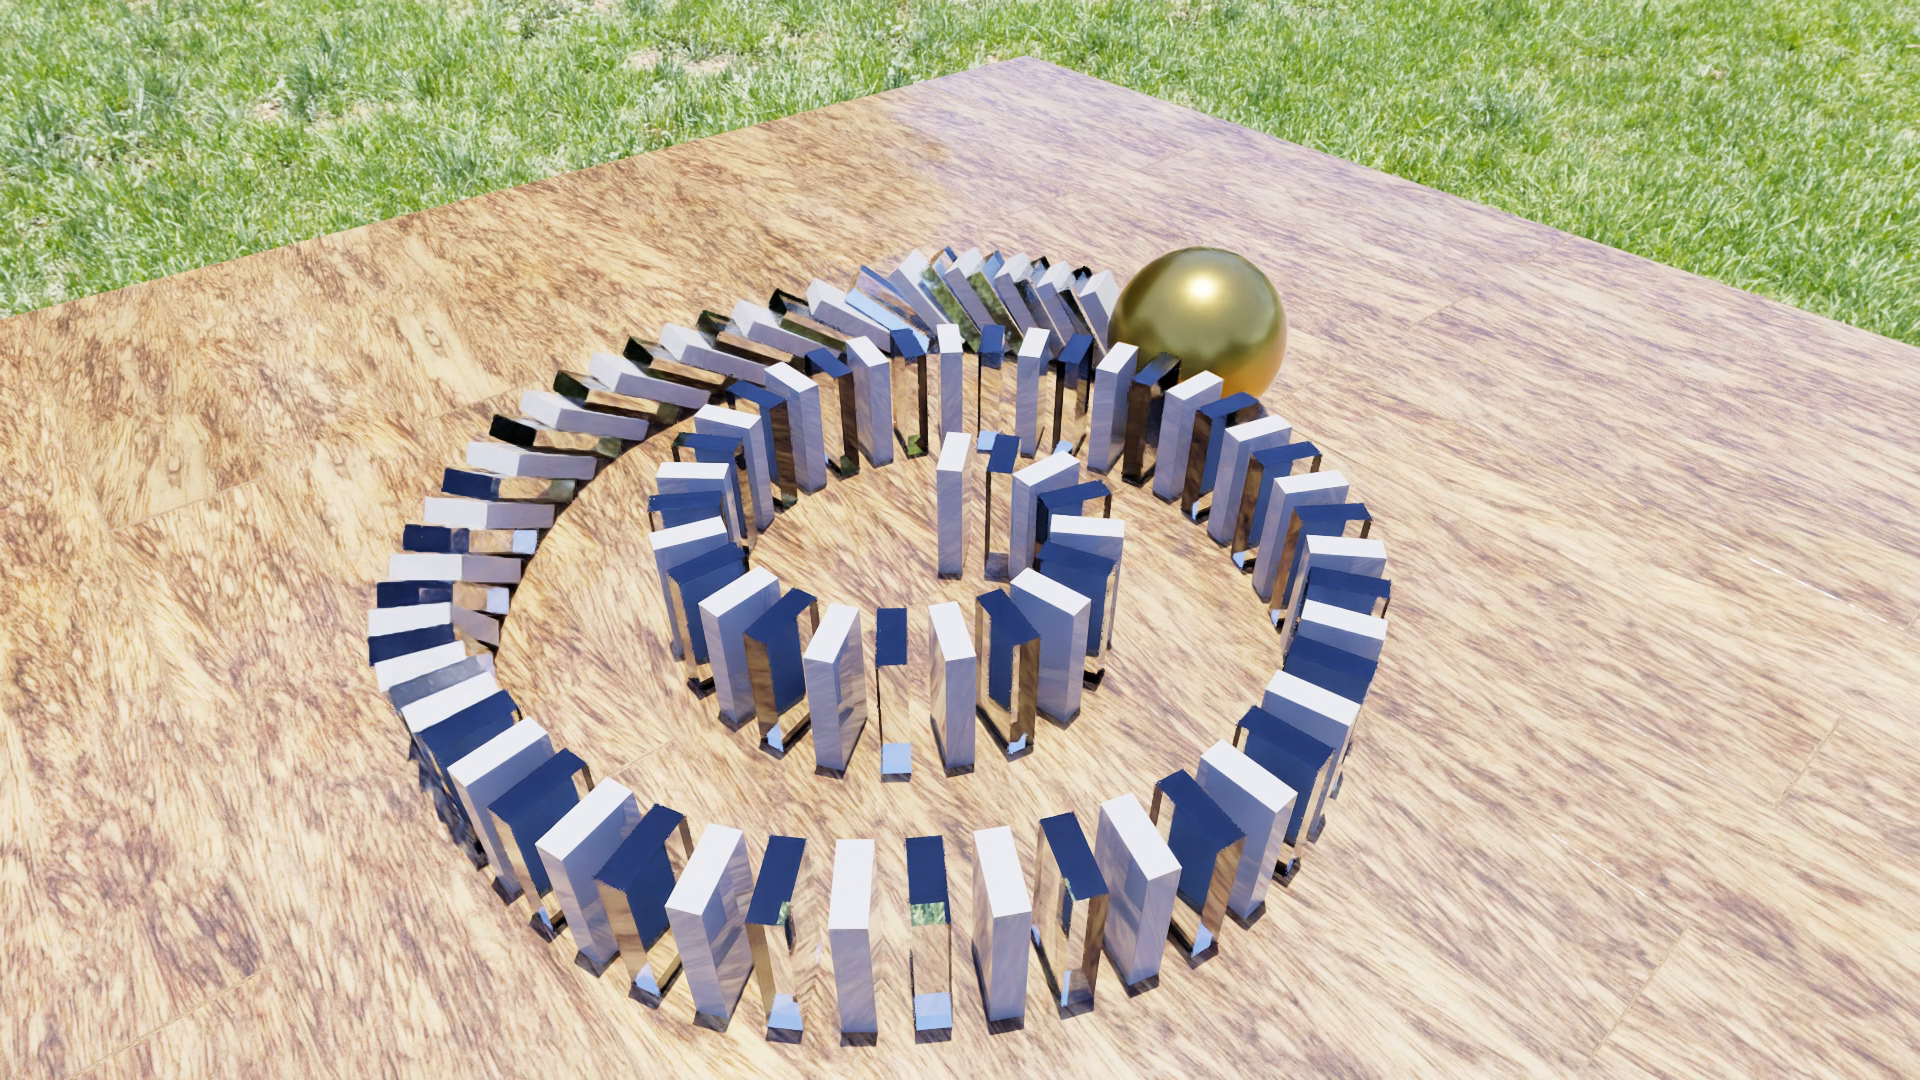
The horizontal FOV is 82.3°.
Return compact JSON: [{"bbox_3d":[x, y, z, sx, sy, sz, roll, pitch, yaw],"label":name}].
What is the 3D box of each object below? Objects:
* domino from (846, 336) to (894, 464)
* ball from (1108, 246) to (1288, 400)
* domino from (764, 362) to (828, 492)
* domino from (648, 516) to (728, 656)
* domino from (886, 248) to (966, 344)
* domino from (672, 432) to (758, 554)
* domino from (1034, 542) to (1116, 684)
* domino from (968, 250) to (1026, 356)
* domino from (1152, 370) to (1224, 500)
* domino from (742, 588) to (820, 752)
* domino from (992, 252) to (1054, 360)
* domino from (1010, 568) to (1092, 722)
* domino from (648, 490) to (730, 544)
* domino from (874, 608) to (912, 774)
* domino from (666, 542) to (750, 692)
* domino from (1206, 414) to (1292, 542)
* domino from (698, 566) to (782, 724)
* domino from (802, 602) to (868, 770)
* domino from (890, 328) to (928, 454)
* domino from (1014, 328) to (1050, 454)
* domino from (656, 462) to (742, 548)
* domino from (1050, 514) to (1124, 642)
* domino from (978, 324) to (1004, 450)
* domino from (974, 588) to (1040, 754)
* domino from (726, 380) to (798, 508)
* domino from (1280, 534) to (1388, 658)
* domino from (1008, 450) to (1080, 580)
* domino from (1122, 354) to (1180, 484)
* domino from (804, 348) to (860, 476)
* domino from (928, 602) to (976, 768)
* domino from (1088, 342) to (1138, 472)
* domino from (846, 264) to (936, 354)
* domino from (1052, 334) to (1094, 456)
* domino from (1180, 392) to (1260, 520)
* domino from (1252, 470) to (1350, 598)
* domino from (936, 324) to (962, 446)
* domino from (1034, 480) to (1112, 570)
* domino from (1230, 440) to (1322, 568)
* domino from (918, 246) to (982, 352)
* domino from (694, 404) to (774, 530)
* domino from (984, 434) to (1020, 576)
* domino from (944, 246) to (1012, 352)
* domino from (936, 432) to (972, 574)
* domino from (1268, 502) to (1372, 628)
[{"bbox_3d":[-0.040,-0.062,0.487,0.010,0.050,0.025,-18,43,-21],"label":"domino"},{"bbox_3d":[0.108,-0.092,0.501,0.080,0.080,0.080,0,39,0],"label":"ball"},{"bbox_3d":[-0.070,-0.048,0.470,0.010,0.050,0.025,-30,48,-32],"label":"domino"},{"bbox_3d":[-0.093,0.017,0.391,0.025,0.050,0.009,-15,42,-17],"label":"domino"},{"bbox_3d":[-0.014,-0.124,0.568,0.010,0.050,0.025,-30,20,38],"label":"domino"},{"bbox_3d":[-0.096,-0.018,0.433,0.025,0.050,0.010,7,40,8],"label":"domino"},{"bbox_3d":[0.038,0.026,0.380,0.025,0.050,0.009,16,42,19],"label":"domino"},{"bbox_3d":[0.025,-0.120,0.561,0.010,0.050,0.025,-20,26,36],"label":"domino"},{"bbox_3d":[0.096,-0.044,0.465,0.025,0.050,0.009,-28,47,-30],"label":"domino"},{"bbox_3d":[-0.056,0.043,0.359,0.009,0.050,0.025,22,44,24],"label":"domino"},{"bbox_3d":[0.037,-0.117,0.557,0.010,0.050,0.025,-16,28,34],"label":"domino"},{"bbox_3d":[0.029,0.036,0.368,0.025,0.050,0.009,27,46,29],"label":"domino"},{"bbox_3d":[-0.097,0.005,0.405,0.025,0.050,0.010,-5,40,-6],"label":"domino"},{"bbox_3d":[-0.021,0.049,0.352,0.009,0.050,0.025,-1,39,-2],"label":"domino"},{"bbox_3d":[-0.083,0.027,0.379,0.025,0.050,0.009,-26,46,-28],"label":"domino"},{"bbox_3d":[0.116,-0.024,0.441,0.025,0.050,0.010,-16,42,-19],"label":"domino"},{"bbox_3d":[-0.071,0.036,0.368,0.010,0.050,0.025,30,48,31],"label":"domino"},{"bbox_3d":[-0.039,0.048,0.353,0.009,0.050,0.025,9,40,11],"label":"domino"},{"bbox_3d":[-0.023,-0.066,0.492,0.009,0.050,0.025,-12,41,-14],"label":"domino"},{"bbox_3d":[0.032,-0.066,0.493,0.009,0.050,0.025,9,40,11],"label":"domino"},{"bbox_3d":[-0.098,-0.006,0.419,0.025,0.050,0.009,1,39,2],"label":"domino"},{"bbox_3d":[0.044,0.014,0.394,0.025,0.050,0.009,5,40,6],"label":"domino"},{"bbox_3d":[0.014,-0.068,0.495,0.010,0.050,0.025,4,39,5],"label":"domino"},{"bbox_3d":[0.015,0.043,0.359,0.010,0.050,0.025,-18,43,-21],"label":"domino"},{"bbox_3d":[-0.082,-0.040,0.460,0.025,0.050,0.009,25,46,27],"label":"domino"},{"bbox_3d":[0.130,0.022,0.385,0.025,0.050,0.010,4,40,5],"label":"domino"},{"bbox_3d":[0.032,-0.007,0.420,0.025,0.050,0.010,-27,46,-29],"label":"domino"},{"bbox_3d":[0.082,-0.052,0.474,0.009,0.050,0.025,25,47,27],"label":"domino"},{"bbox_3d":[-0.056,-0.056,0.479,0.010,0.050,0.025,-24,45,-26],"label":"domino"},{"bbox_3d":[-0.003,0.047,0.354,0.010,0.050,0.025,-9,40,-10],"label":"domino"},{"bbox_3d":[0.067,-0.058,0.483,0.009,0.050,0.025,18,43,21],"label":"domino"},{"bbox_3d":[-0.034,-0.119,0.567,0.050,0.010,0.025,31,35,-19],"label":"domino"},{"bbox_3d":[0.050,-0.063,0.488,0.010,0.050,0.025,13,41,16],"label":"domino"},{"bbox_3d":[0.107,-0.034,0.454,0.025,0.050,0.009,-21,44,-24],"label":"domino"},{"bbox_3d":[0.127,-0.002,0.414,0.025,0.050,0.010,-8,40,-9],"label":"domino"},{"bbox_3d":[-0.005,-0.069,0.495,0.009,0.050,0.025,-3,39,-4],"label":"domino"},{"bbox_3d":[0.041,0.003,0.408,0.025,0.050,0.009,-14,41,-16],"label":"domino"},{"bbox_3d":[0.122,-0.013,0.428,0.025,0.050,0.010,-12,41,-14],"label":"domino"},{"bbox_3d":[0.001,-0.124,0.566,0.009,0.050,0.025,-23,25,36],"label":"domino"},{"bbox_3d":[-0.091,-0.029,0.447,0.025,0.050,0.009,14,41,16],"label":"domino"},{"bbox_3d":[0.016,-0.013,0.427,0.009,0.050,0.025,6,40,8],"label":"domino"},{"bbox_3d":[0.014,-0.122,0.564,0.010,0.050,0.025,-20,26,36],"label":"domino"},{"bbox_3d":[-0.002,-0.014,0.429,0.009,0.050,0.025,5,40,7],"label":"domino"},{"bbox_3d":[0.130,0.010,0.400,0.025,0.050,0.009,-3,39,-3],"label":"domino"}]
